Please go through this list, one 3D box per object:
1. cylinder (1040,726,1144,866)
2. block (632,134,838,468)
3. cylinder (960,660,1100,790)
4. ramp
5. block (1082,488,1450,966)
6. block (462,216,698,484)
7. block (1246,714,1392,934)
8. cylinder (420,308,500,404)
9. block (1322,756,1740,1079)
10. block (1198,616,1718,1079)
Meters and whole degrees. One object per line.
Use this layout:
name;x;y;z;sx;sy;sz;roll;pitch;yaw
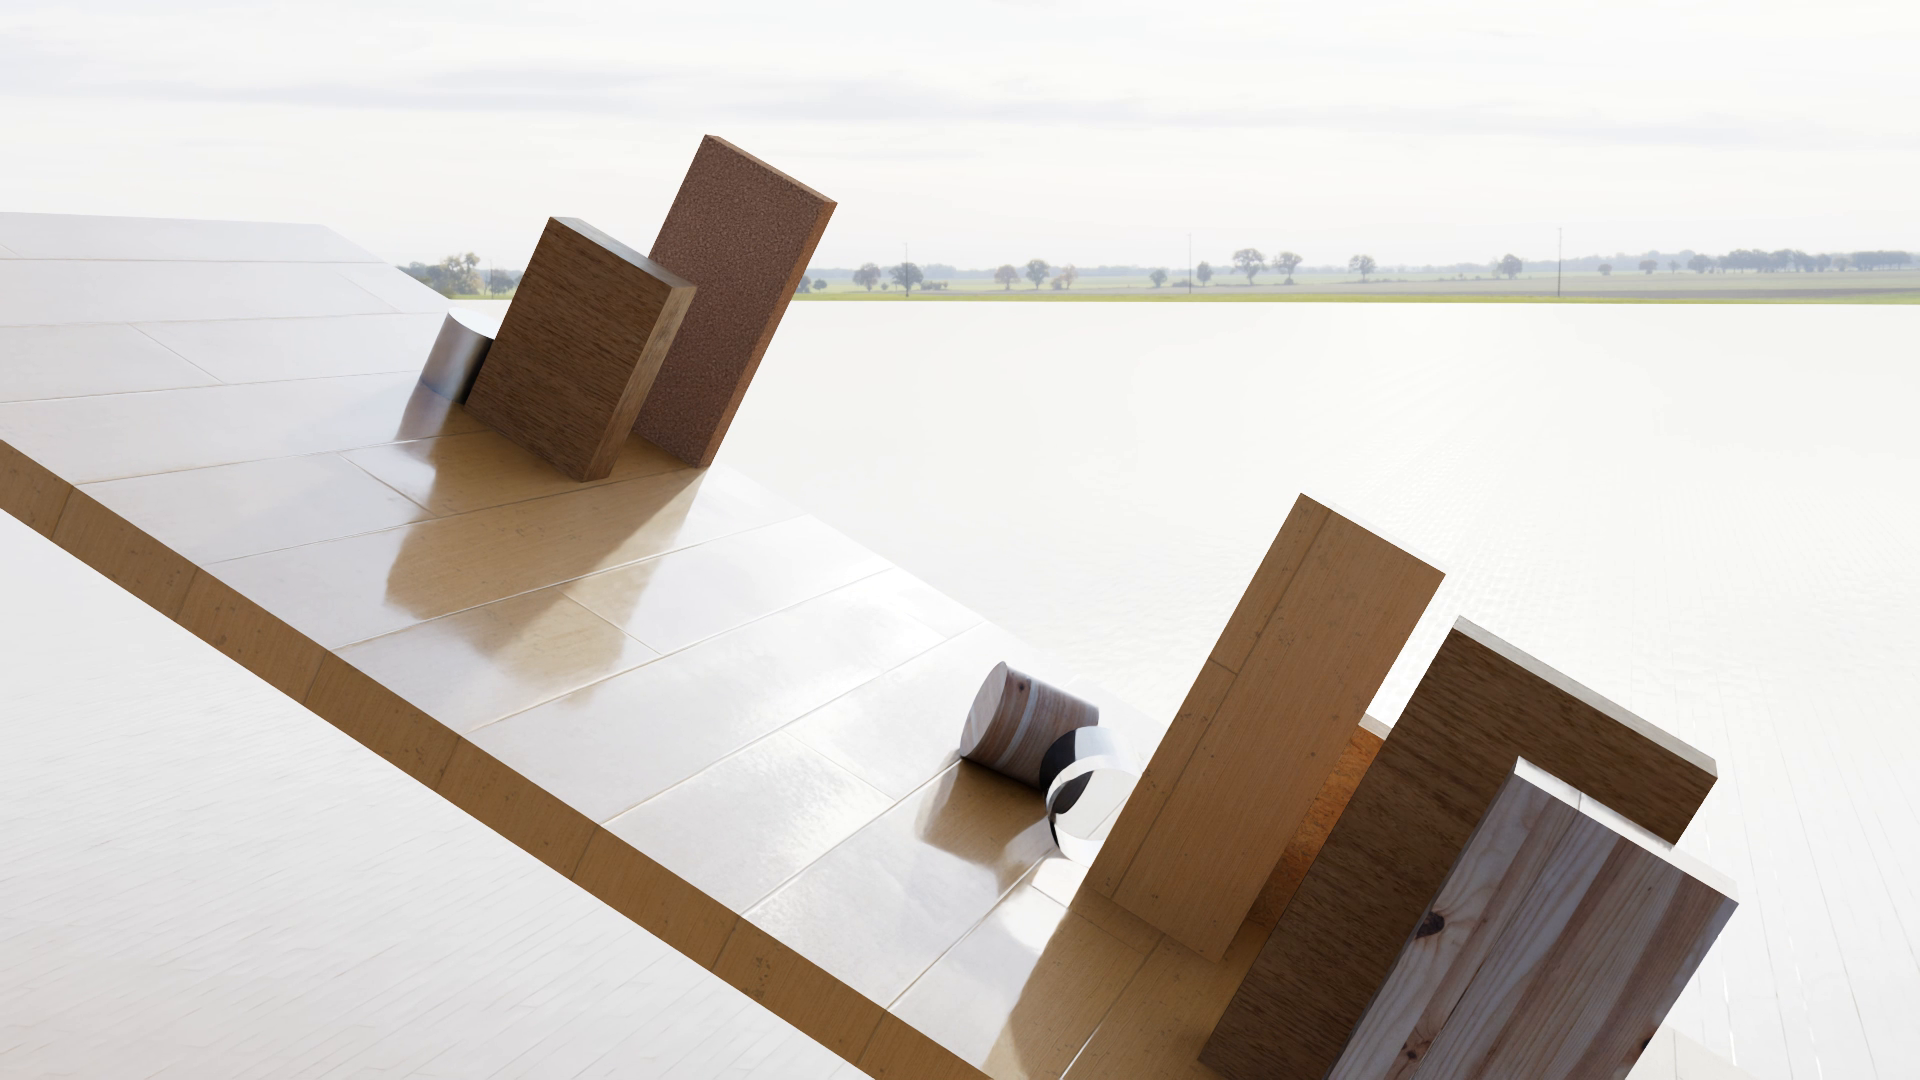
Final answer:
cylinder;0.252;0.469;4.027;0.196;0.196;0.196;0;18;-4
block;-0.582;-0.547;5.076;0.330;0.689;0.082;30;14;12
cylinder;0.132;0.360;4.191;0.197;0.197;0.197;25;2;-11
ramp;-0.218;0.363;4.146;4.000;0.100;2.000;30;14;12
block;0.522;0.325;3.800;0.276;0.796;0.082;30;14;12
block;-0.800;-0.401;4.624;0.310;0.460;0.129;30;14;12
block;0.721;0.558;4.098;0.340;0.429;0.117;30;14;12
cylinder;-1.057;-0.392;4.736;0.160;0.160;0.160;26;14;-7
block;0.715;0.693;2.989;0.323;0.729;0.109;30;14;12
block;0.748;0.569;3.355;0.429;0.794;0.130;30;14;12
